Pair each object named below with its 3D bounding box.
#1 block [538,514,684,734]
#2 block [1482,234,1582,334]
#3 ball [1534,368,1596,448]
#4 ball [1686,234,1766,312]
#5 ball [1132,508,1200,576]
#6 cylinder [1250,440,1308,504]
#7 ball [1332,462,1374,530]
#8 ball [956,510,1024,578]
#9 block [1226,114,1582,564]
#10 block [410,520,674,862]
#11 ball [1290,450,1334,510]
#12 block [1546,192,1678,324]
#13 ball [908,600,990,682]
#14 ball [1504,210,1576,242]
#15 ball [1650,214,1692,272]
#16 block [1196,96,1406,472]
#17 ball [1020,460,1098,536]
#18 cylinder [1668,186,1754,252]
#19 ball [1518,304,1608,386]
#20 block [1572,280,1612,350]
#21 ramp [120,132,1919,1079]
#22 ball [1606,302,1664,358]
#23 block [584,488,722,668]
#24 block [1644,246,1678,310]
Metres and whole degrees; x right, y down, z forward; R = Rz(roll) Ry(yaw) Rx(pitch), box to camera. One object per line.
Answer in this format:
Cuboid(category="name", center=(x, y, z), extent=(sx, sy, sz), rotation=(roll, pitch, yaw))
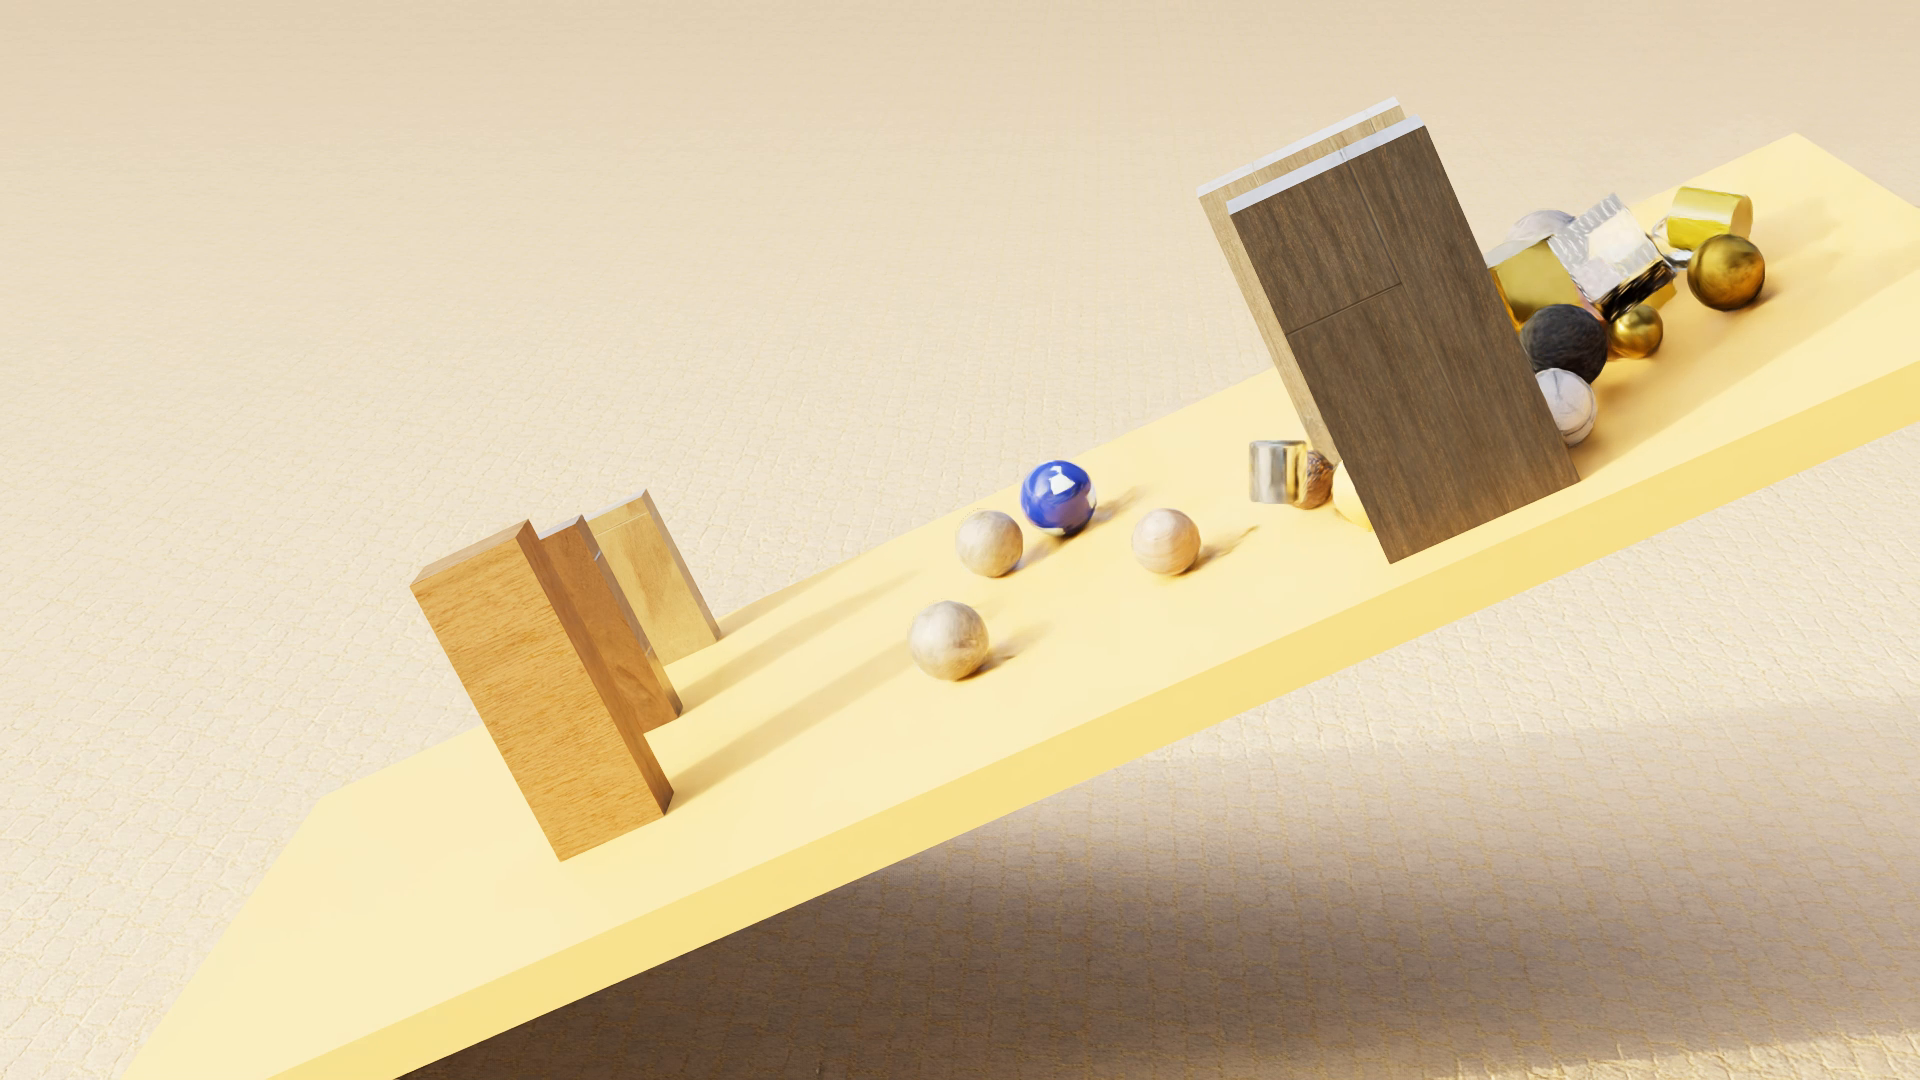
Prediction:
Cuboid(category="block", center=(-0.884, 0.236, 6.638), extent=(0.317, 0.503, 0.086), rotation=(-24, 13, 9))
Cuboid(category="block", center=(1.098, -0.493, 5.826), extent=(0.159, 0.159, 0.159), rotation=(-29, 11, -23))
Cuboid(category="ball", center=(1.102, -0.242, 5.445), extent=(0.151, 0.151, 0.151), rotation=(0, 16, 0))
Cuboid(category="ball", center=(1.507, -0.526, 5.788), extent=(0.152, 0.152, 0.152), rotation=(0, 16, 0))
Cuboid(category="ball", center=(0.411, 0.004, 5.868), extent=(0.138, 0.138, 0.138), rotation=(0, 16, 0))
Cuboid(category="cylinder", center=(0.616, -0.133, 5.688), extent=(0.111, 0.111, 0.111), rotation=(-2, 9, 0))
Cuboid(category="ball", center=(0.778, -0.098, 5.516), extent=(0.160, 0.160, 0.160), rotation=(0, 16, 0))
Cuboid(category="ball", center=(0.066, 0.008, 6.482), extent=(0.150, 0.150, 0.150), rotation=(0, 16, 0))
Cuboid(category="block", center=(0.795, -0.357, 5.276), extent=(0.371, 0.705, 0.141), rotation=(-24, 13, 9))
Cuboid(category="block", center=(-0.843, 0.307, 5.968), extent=(0.240, 0.648, 0.141), rotation=(-24, 13, 9))
Cuboid(category="ball", center=(0.688, -0.121, 5.860), extent=(0.120, 0.120, 0.120), rotation=(0, 16, 0))
Cuboid(category="block", center=(1.257, -0.542, 5.670), extent=(0.158, 0.158, 0.158), rotation=(-37, -24, 15))
Cuboid(category="ball", center=(-0.022, 0.202, 5.883), extent=(0.161, 0.161, 0.161), rotation=(0, 16, 0))
Cuboid(category="ball", center=(1.283, -0.619, 6.417), extent=(0.203, 0.203, 0.203), rotation=(0, 16, 0))
Cuboid(category="ball", center=(1.520, -0.630, 6.227), extent=(0.123, 0.123, 0.123), rotation=(0, 16, 0))
Cuboid(category="block", center=(0.812, -0.508, 5.963), extent=(0.435, 0.641, 0.122), rotation=(-24, 13, 9))
Cuboid(category="ball", center=(0.218, -0.093, 6.532), extent=(0.173, 0.173, 0.173), rotation=(0, 16, 0))
Cuboid(category="cylinder", center=(1.528, -0.648, 5.990), extent=(0.130, 0.130, 0.130), rotation=(14, 21, 32))
Cuboid(category="ball", center=(1.145, -0.363, 5.594), extent=(0.172, 0.172, 0.172), rotation=(0, 16, 0))
Cuboid(category="block", center=(1.277, -0.459, 5.887), extent=(0.113, 0.113, 0.113), rotation=(-29, 56, -14))
Cuboid(category="ramp", center=(0.136, 0.169, 6.282), extent=(4.000, 0.100, 2.000), rotation=(-24, 13, 9))
Cuboid(category="ball", center=(1.328, -0.413, 5.785), extent=(0.111, 0.111, 0.111), rotation=(0, 16, 0))
Cuboid(category="block", center=(-0.783, 0.111, 7.143), extent=(0.243, 0.404, 0.084), rotation=(-24, 13, 9))
Cuboid(category="block", center=(1.391, -0.528, 6.100), extent=(0.114, 0.114, 0.114), rotation=(-36, 17, -36))
